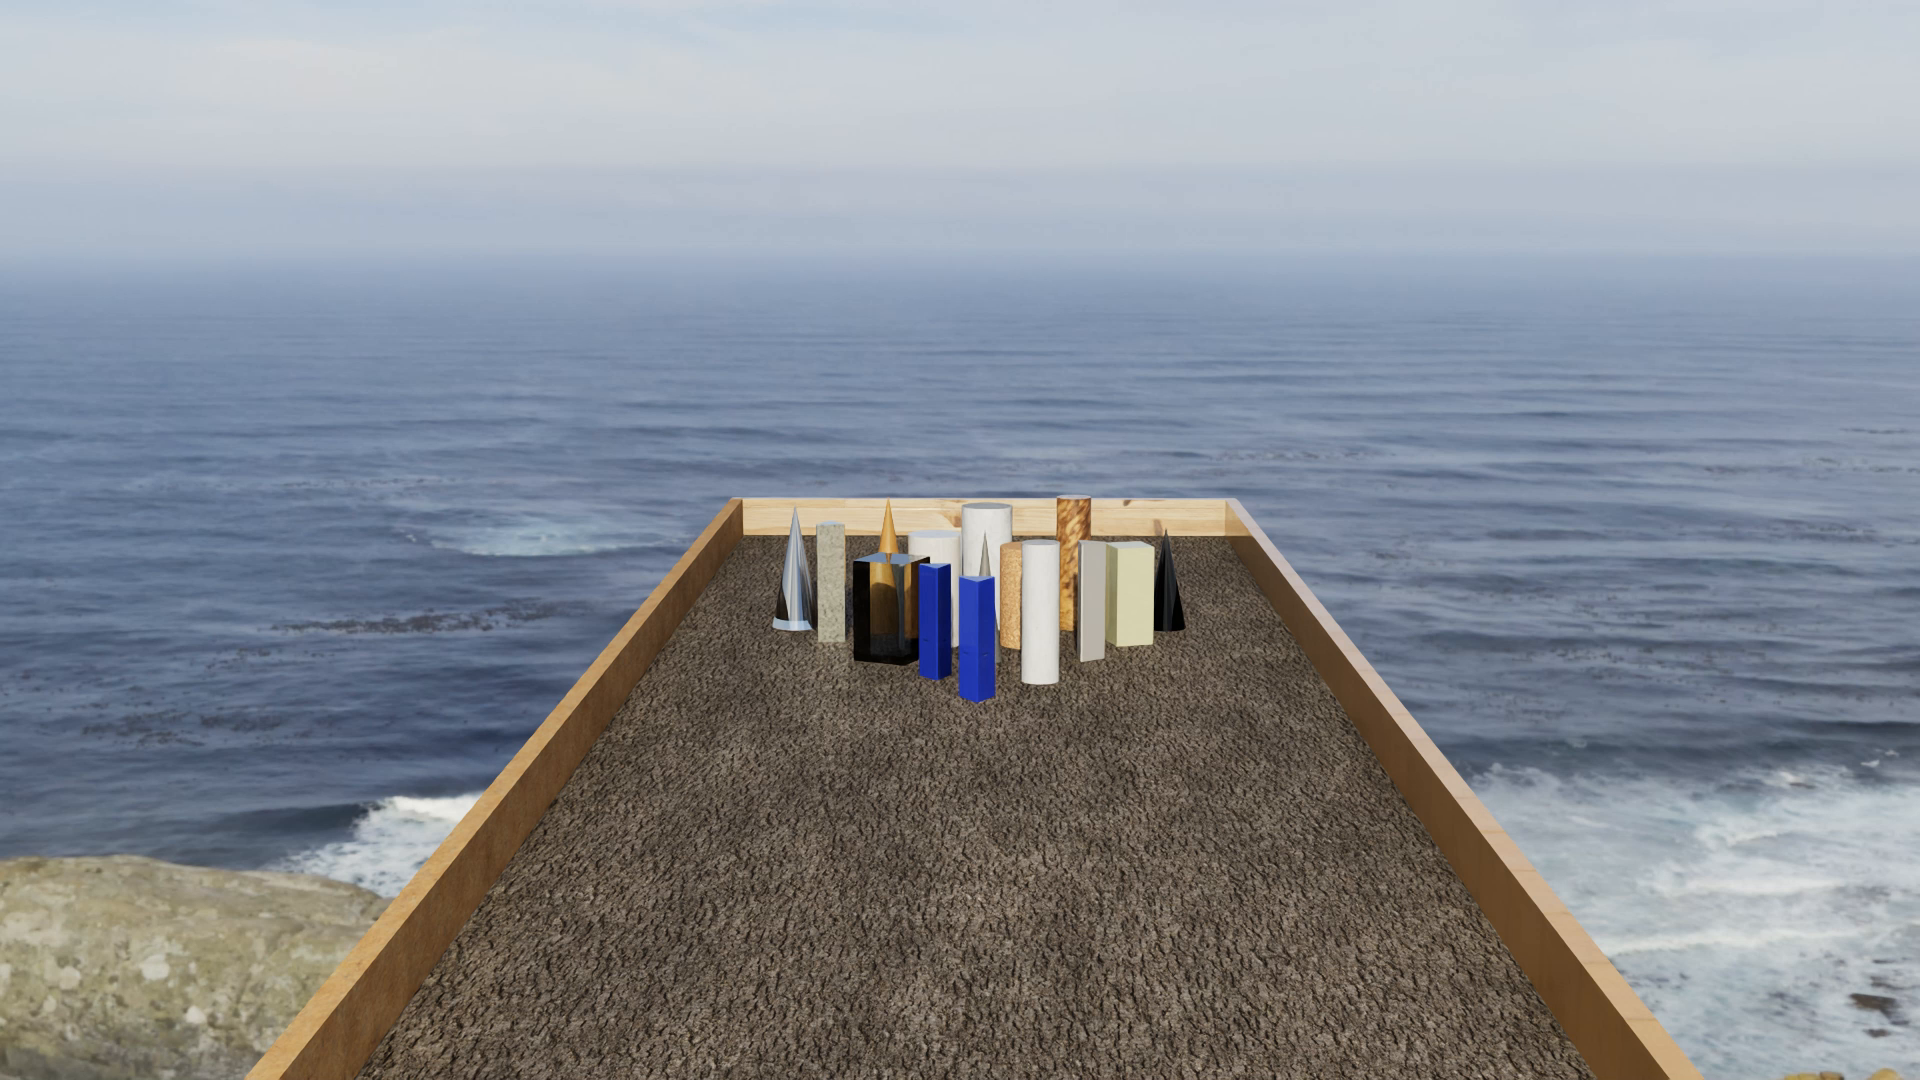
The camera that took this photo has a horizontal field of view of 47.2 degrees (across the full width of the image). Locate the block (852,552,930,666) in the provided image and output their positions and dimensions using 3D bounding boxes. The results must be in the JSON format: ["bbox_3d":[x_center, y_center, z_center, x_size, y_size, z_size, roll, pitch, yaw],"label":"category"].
[{"bbox_3d":[-0.207,0.208,6.711,0.175,0.309,0.175,4,10,25],"label":"block"}]

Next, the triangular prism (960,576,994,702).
[{"bbox_3d":[0.036,0.275,6.178,0.086,0.343,0.099,5,10,30],"label":"triangular prism"}]

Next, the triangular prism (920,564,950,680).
[{"bbox_3d":[-0.061,0.237,6.452,0.080,0.333,0.092,-6,11,-34],"label":"triangular prism"}]

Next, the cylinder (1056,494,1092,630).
[{"bbox_3d":[0.370,0.073,7.171,0.113,0.431,0.113,0,9,0],"label":"cylinder"}]

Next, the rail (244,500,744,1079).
[{"bbox_3d":[-1.004,0.839,3.234,0.050,0.150,12.000,0,9,1],"label":"rail"}]

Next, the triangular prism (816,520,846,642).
[{"bbox_3d":[-0.408,0.131,6.982,0.089,0.376,0.077,0,9,-2],"label":"triangular prism"}]

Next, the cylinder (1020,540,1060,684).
[{"bbox_3d":[0.234,0.208,6.394,0.112,0.407,0.112,0,9,0],"label":"cylinder"}]

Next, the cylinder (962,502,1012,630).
[{"bbox_3d":[0.088,0.085,7.208,0.168,0.397,0.168,0,9,0],"label":"cylinder"}]

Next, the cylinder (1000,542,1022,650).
[{"bbox_3d":[0.212,0.173,6.919,0.172,0.313,0.172,0,9,0],"label":"cylinder"}]

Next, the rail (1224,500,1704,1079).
[{"bbox_3d":[1.046,0.843,3.208,0.050,0.150,12.000,0,9,1],"label":"rail"}]

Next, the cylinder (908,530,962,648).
[{"bbox_3d":[-0.079,0.154,6.923,0.168,0.350,0.168,0,9,0],"label":"cylinder"}]

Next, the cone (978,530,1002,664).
[{"bbox_3d":[0.076,0.166,6.665,0.105,0.406,0.105,0,9,0],"label":"cone"}]

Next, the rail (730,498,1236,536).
[{"bbox_3d":[0.099,-0.098,9.147,2.100,0.150,0.050,0,9,1],"label":"rail"}]

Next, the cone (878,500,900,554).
[{"bbox_3d":[-0.233,0.069,7.189,0.157,0.434,0.157,0,9,0],"label":"cone"}]

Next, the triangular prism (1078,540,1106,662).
[{"bbox_3d":[0.384,0.183,6.706,0.089,0.360,0.077,-6,11,-34],"label":"triangular prism"}]

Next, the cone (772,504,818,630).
[{"bbox_3d":[-0.537,0.082,7.200,0.159,0.405,0.159,0,9,0],"label":"cone"}]

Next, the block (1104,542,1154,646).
[{"bbox_3d":[0.534,0.169,6.951,0.122,0.311,0.122,-3,9,-16],"label":"block"}]

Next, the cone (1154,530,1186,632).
[{"bbox_3d":[0.670,0.121,7.177,0.140,0.334,0.140,0,9,0],"label":"cone"}]
